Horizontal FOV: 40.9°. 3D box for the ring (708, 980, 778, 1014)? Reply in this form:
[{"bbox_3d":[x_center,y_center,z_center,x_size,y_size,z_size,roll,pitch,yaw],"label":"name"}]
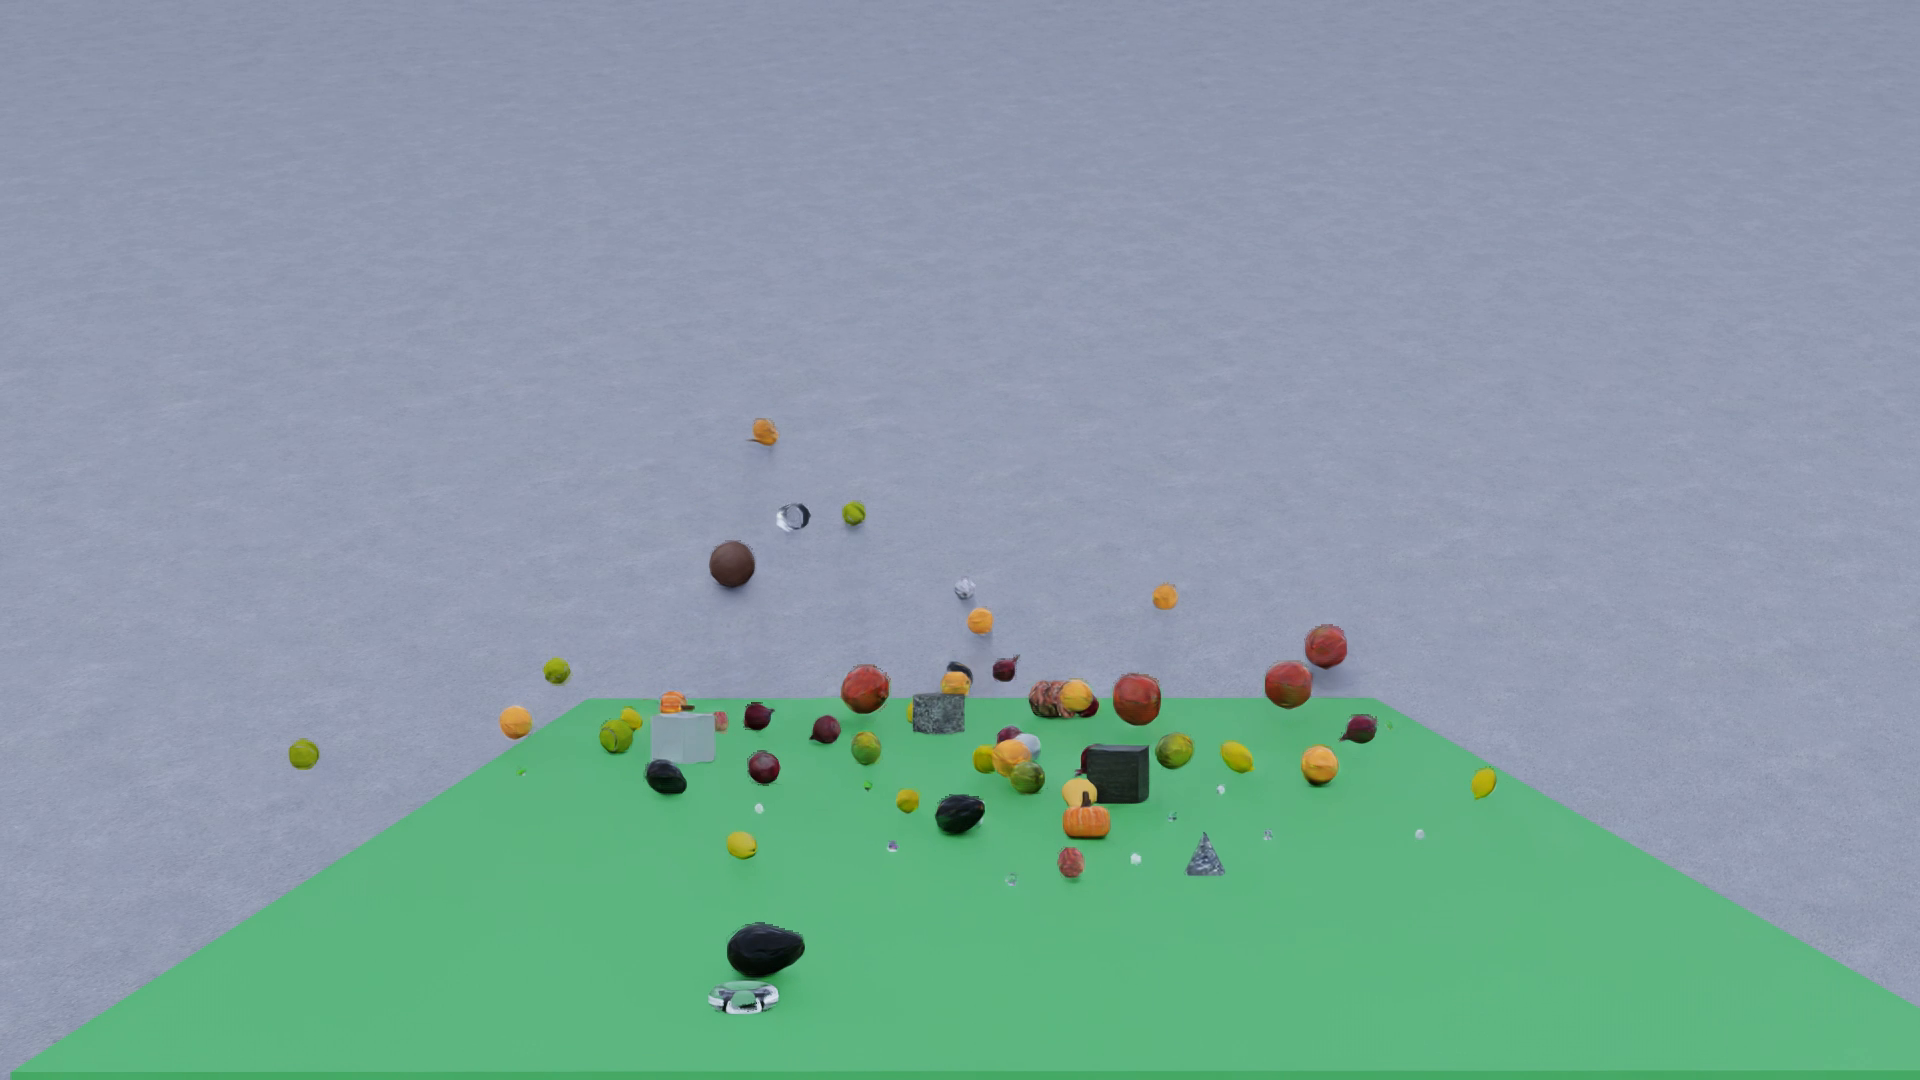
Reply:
[{"bbox_3d":[-0.239,0.505,2.846,0.078,0.026,0.078,-1,2,0],"label":"ring"}]

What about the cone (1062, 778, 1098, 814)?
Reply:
[{"bbox_3d":[0.203,0.454,4.437,0.063,0.063,0.063,3,29,7],"label":"cone"}]

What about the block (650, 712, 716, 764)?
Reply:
[{"bbox_3d":[-0.558,0.399,5.199,0.092,0.092,0.092,1,2,40],"label":"block"}]

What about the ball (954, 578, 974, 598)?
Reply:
[{"bbox_3d":[0.014,0.136,7.276,0.057,0.057,0.057,0,25,0],"label":"ball"}]

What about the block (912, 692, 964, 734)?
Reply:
[{"bbox_3d":[-0.047,0.386,5.753,0.082,0.082,0.082,2,2,41],"label":"block"}]

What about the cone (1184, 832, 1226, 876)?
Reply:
[{"bbox_3d":[0.359,0.458,3.781,0.061,0.061,0.061,0,2,0],"label":"cone"}]

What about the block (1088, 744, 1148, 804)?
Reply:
[{"bbox_3d":[0.282,0.417,4.594,0.093,0.093,0.093,0,2,15],"label":"block"}]

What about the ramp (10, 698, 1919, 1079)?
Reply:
[{"bbox_3d":[0.057,0.515,4.555,2.000,0.100,4.000,0,2,0],"label":"ramp"}]

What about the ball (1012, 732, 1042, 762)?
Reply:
[{"bbox_3d":[0.134,0.416,5.165,0.059,0.059,0.059,0,25,0],"label":"ball"}]

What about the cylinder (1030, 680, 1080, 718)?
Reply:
[{"bbox_3d":[0.223,0.374,6.055,0.085,0.085,0.085,-24,16,-41],"label":"cylinder"}]

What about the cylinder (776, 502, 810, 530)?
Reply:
[{"bbox_3d":[-0.497,-0.069,7.663,0.077,0.077,0.077,-14,1,-28],"label":"cylinder"}]
